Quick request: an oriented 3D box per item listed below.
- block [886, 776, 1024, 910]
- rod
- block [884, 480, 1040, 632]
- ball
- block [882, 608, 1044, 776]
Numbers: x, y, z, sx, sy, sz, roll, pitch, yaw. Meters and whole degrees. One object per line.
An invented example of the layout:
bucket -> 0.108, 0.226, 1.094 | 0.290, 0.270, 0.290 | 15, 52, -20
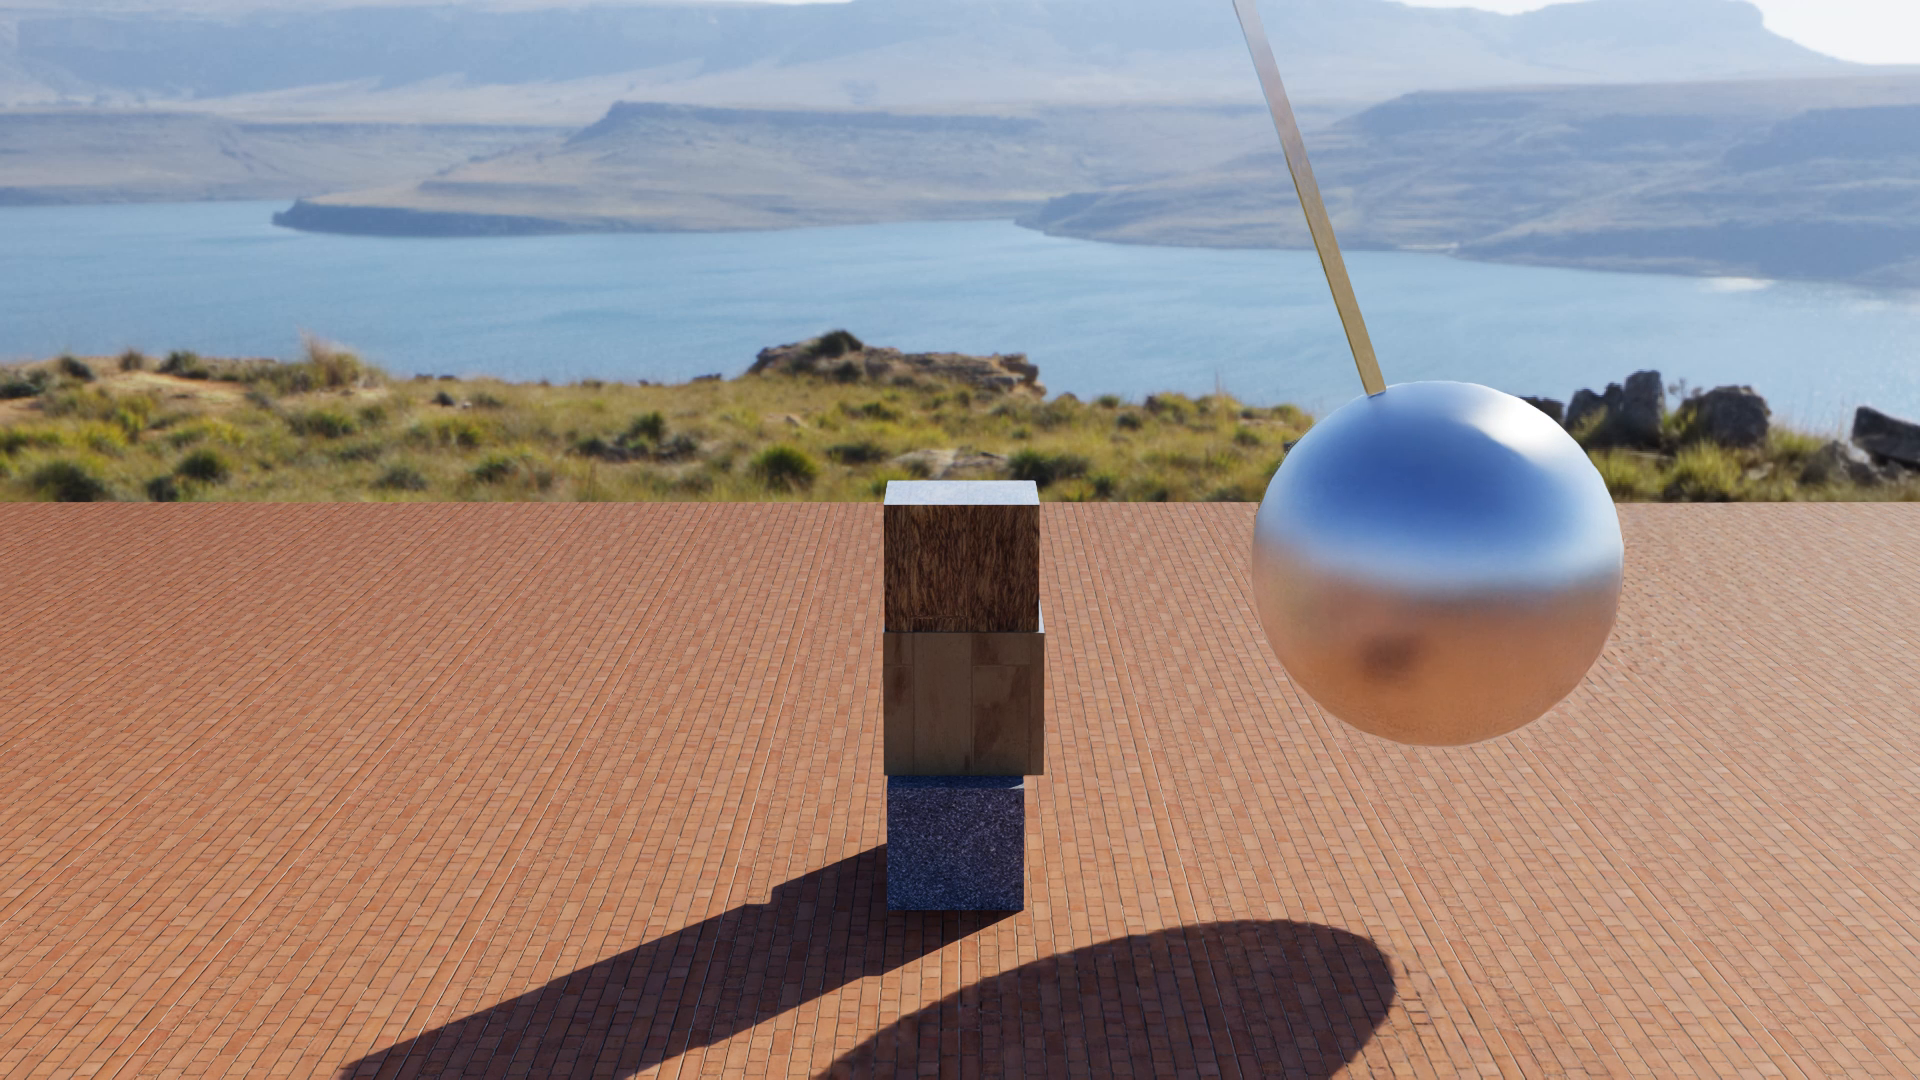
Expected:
block -> -0.019, 1.261, 11.133 | 0.582, 0.536, 0.554 | 0, 10, 0
rod -> 0.899, -3.037, 10.628 | 0.080, 5.200, 0.080 | -20, 10, 4
block -> 0.007, 0.063, 11.192 | 0.658, 0.548, 0.642 | 0, 10, 0
ball -> 2.074, 0.102, 11.199 | 1.600, 1.600, 1.600 | 0, 10, 0
block -> 0.016, 0.640, 11.297 | 0.688, 0.627, 0.694 | 0, 10, 0
